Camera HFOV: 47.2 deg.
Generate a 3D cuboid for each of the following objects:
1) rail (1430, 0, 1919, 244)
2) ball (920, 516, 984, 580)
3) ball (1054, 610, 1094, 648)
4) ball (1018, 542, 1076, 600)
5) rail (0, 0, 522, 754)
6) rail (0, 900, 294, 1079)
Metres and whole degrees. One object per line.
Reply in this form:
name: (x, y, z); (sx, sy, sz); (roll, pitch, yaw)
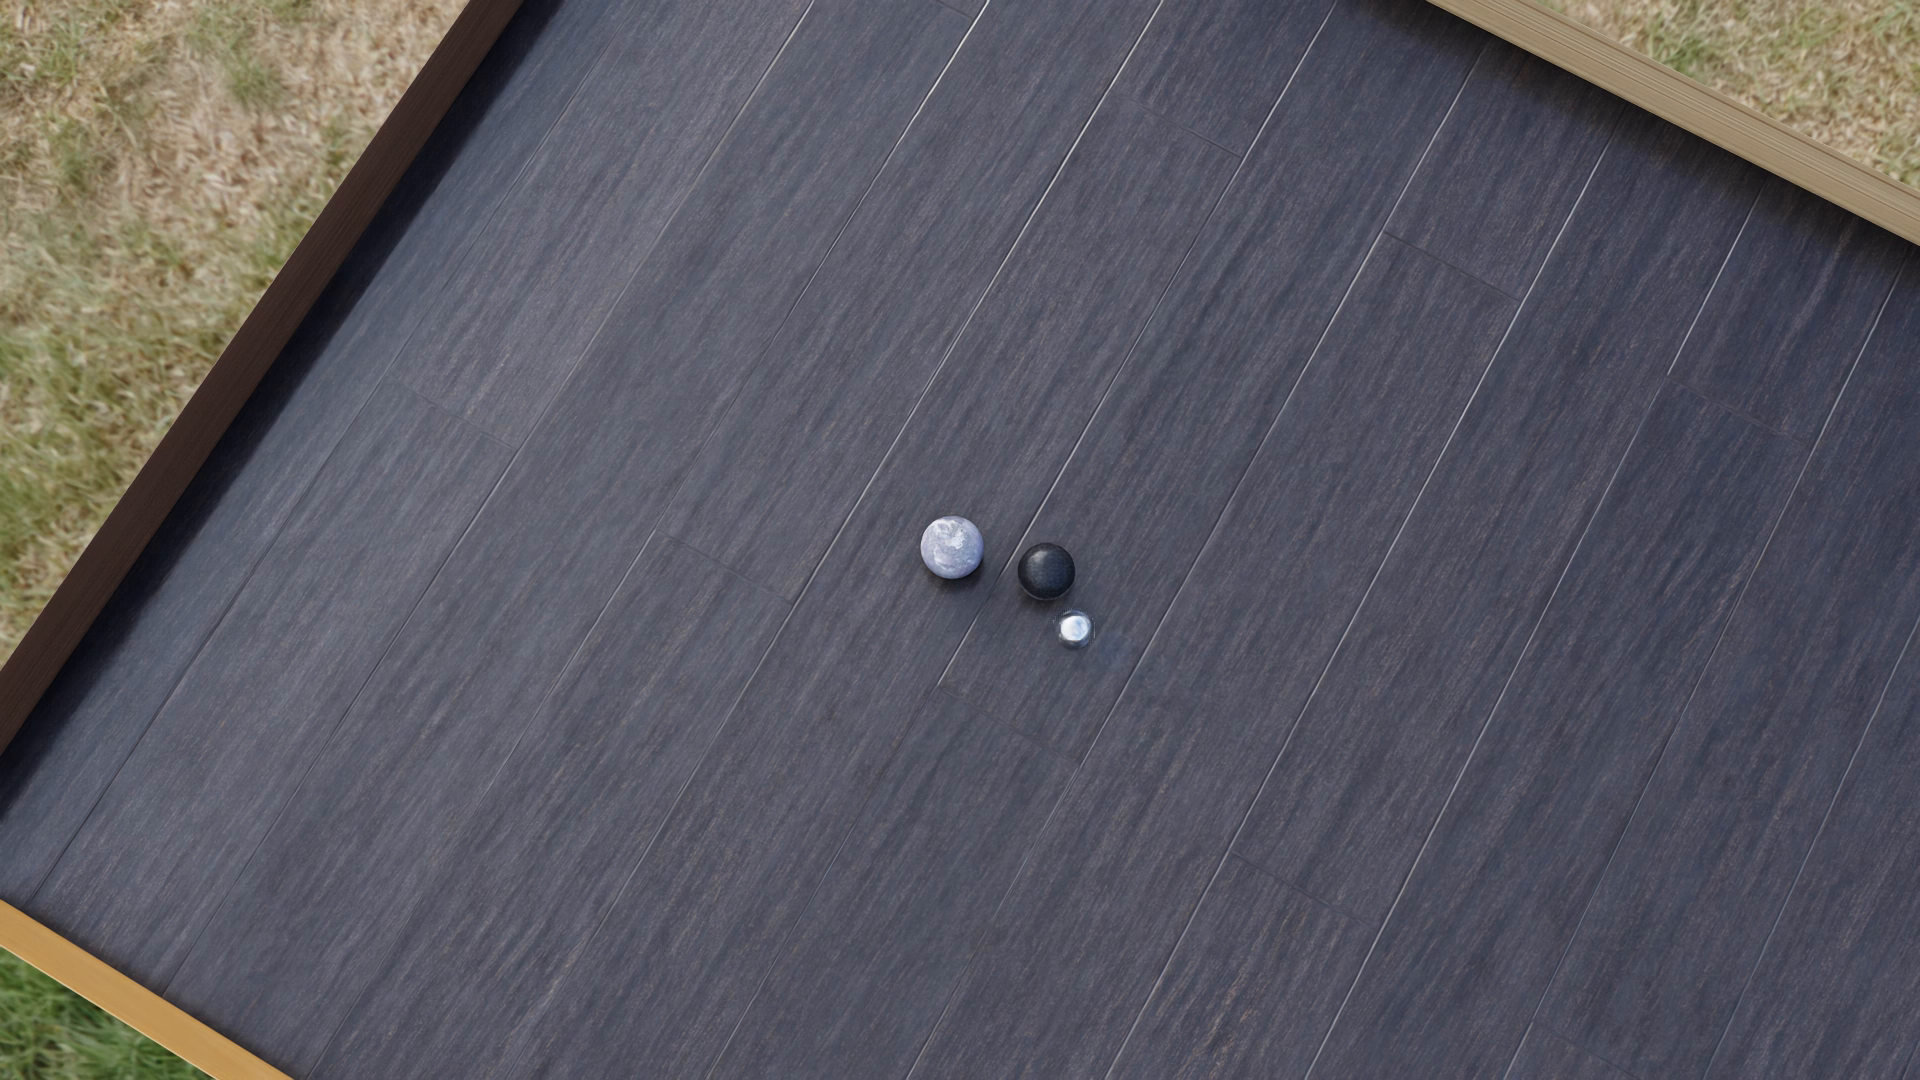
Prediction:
rail: (1.548, -0.465, 3.451); (4.433, 0.125, 0.045); (29, 77, 8)
ball: (-0.012, 0.011, 3.336); (0.097, 0.097, 0.097); (0, 75, 0)
ball: (0.172, 0.135, 3.322); (0.059, 0.059, 0.059); (0, 75, 0)
ball: (0.131, 0.048, 3.331); (0.088, 0.088, 0.088); (0, 75, 0)
rail: (-0.942, -0.523, 3.467); (0.045, 0.125, 2.412); (29, 77, 8)
rail: (0.377, 1.515, 2.908); (4.433, 0.125, 0.045); (29, 77, 8)
